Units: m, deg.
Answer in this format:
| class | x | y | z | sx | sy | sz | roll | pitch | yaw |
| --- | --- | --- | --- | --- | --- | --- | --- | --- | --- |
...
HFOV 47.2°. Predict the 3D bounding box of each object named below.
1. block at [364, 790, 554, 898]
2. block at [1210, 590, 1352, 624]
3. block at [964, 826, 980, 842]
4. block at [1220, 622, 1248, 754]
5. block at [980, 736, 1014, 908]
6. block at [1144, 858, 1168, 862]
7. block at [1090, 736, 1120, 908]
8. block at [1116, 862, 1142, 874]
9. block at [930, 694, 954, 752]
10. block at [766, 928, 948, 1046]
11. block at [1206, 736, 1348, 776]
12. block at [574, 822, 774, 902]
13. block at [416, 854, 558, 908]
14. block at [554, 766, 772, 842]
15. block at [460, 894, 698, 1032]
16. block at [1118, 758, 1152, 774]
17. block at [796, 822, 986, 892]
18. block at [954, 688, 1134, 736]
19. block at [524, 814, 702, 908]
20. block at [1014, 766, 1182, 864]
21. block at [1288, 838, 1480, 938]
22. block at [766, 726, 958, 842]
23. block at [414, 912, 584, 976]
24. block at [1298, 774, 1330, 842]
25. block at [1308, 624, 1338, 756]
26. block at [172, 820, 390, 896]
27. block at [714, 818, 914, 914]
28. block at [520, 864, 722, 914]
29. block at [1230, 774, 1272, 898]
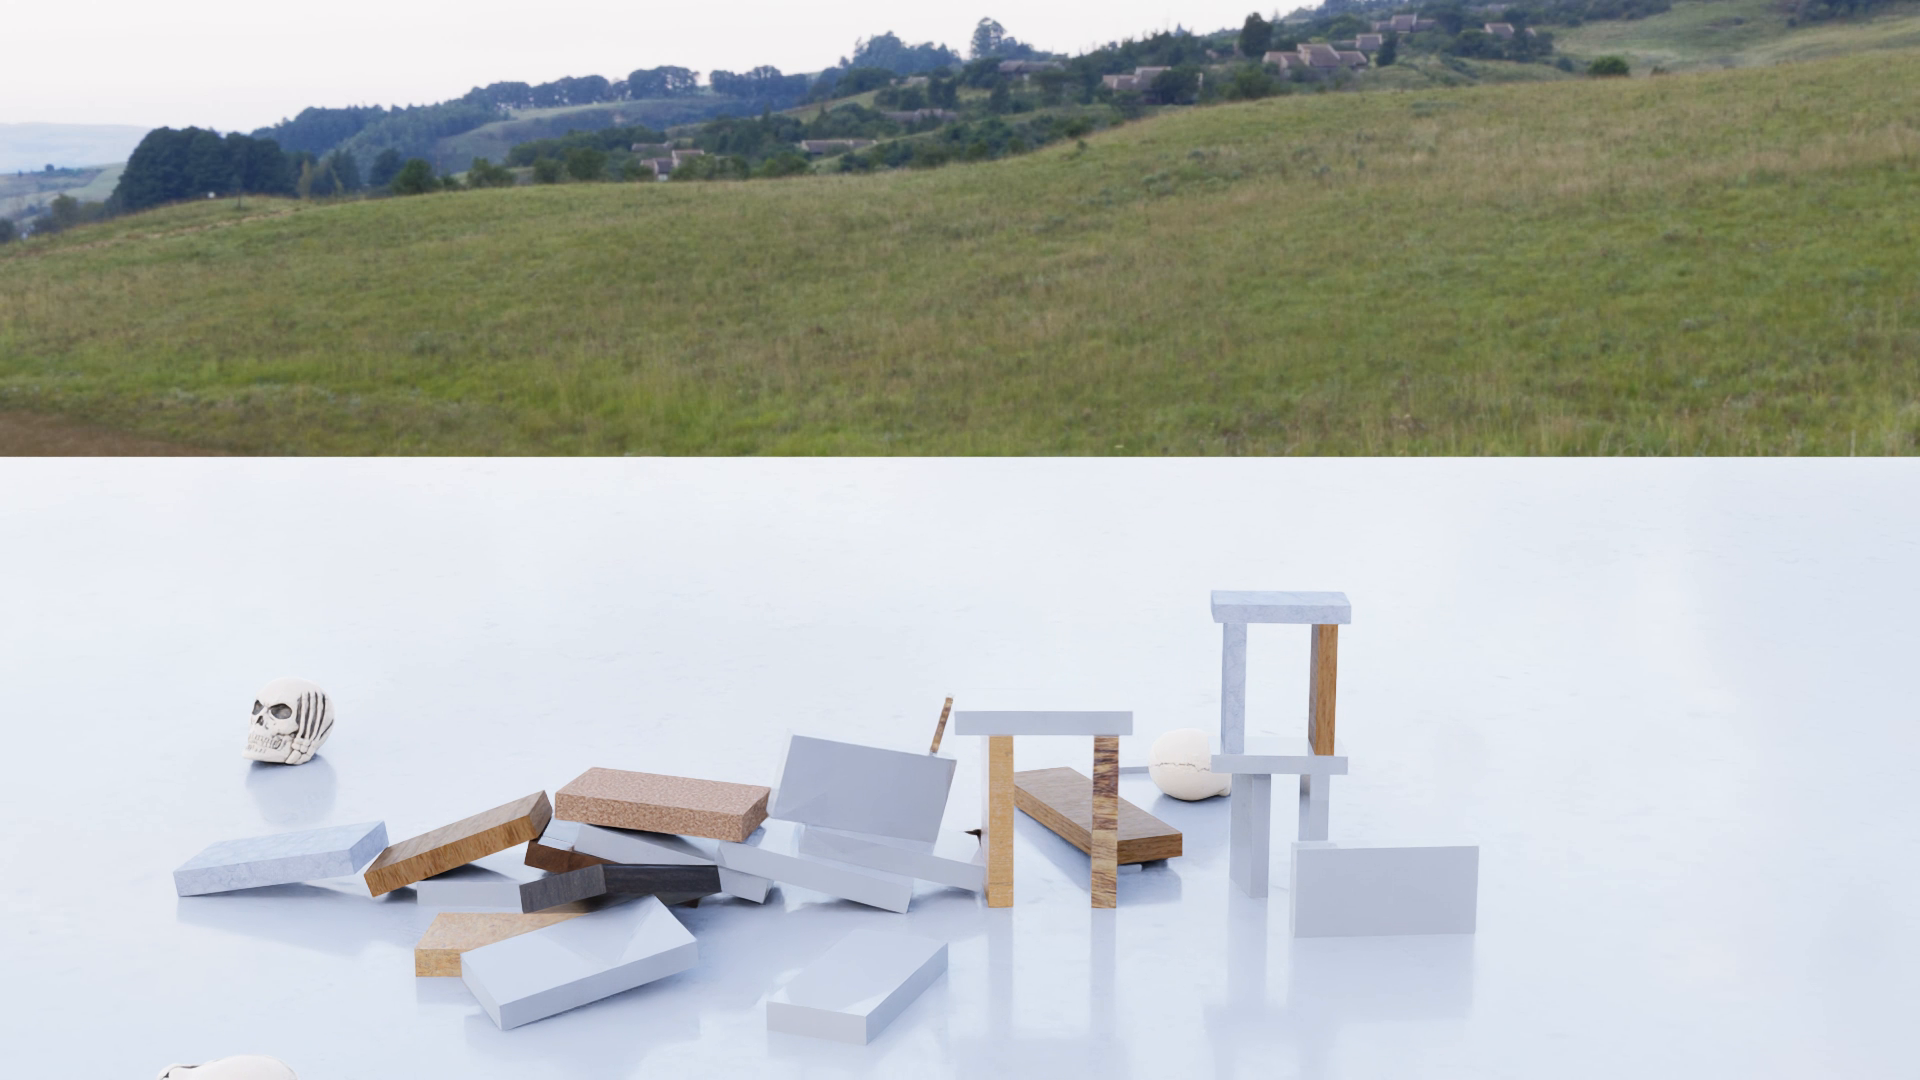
| class | x | y | z | sx | sy | sz | roll | pitch | yaw |
| --- | --- | --- | --- | --- | --- | --- | --- | --- | --- |
| block | -0.834 | 0.505 | 3.670 | 0.293 | 0.041 | 0.146 | -20 | 9 | 3 |
| block | 0.522 | 0.109 | 3.589 | 0.219 | 0.031 | 0.109 | 1 | 11 | 3 |
| block | 0.013 | 0.532 | 3.845 | 0.095 | 0.047 | 0.013 | -9 | 4 | -39 |
| block | 0.450 | 0.232 | 3.616 | 0.031 | 0.219 | 0.109 | 1 | 11 | 3 |
| block | 0.061 | 0.447 | 3.647 | 0.041 | 0.289 | 0.144 | -1 | 11 | -5 |
| block | 0.322 | 0.544 | 3.880 | 0.050 | 0.014 | 0.101 | -4 | 11 | -20 |
| block | 0.239 | 0.448 | 3.643 | 0.041 | 0.289 | 0.144 | 1 | 11 | 3 |
| block | 0.277 | 0.555 | 3.816 | 0.050 | 0.014 | 0.101 | -2 | 11 | -11 |
| block | -0.030 | 0.306 | 3.683 | 0.013 | 0.095 | 0.047 | 17 | 4 | 1 |
| block | -0.146 | 0.651 | 3.222 | 0.154 | 0.044 | 0.308 | 4 | 11 | 21 |
| block | 0.522 | 0.356 | 3.632 | 0.221 | 0.031 | 0.111 | 1 | 11 | 3 |
| block | -0.463 | 0.514 | 3.666 | 0.322 | 0.046 | 0.161 | 15 | 11 | 3 |
| block | -0.741 | 0.568 | 3.674 | 0.292 | 0.041 | 0.146 | 0 | 11 | 2 |
| block | -0.490 | 0.437 | 3.647 | 0.322 | 0.046 | 0.161 | 5 | 11 | 12 |
| block | -0.559 | 0.617 | 3.234 | 0.308 | 0.044 | 0.154 | -14 | 26 | -30 |
| block | 0.328 | 0.451 | 4.376 | 0.101 | 0.014 | 0.050 | -1 | 11 | -8 |
| block | -0.117 | 0.509 | 3.680 | 0.308 | 0.044 | 0.154 | 14 | 10 | -8 |
| block | 0.135 | 0.283 | 3.626 | 0.289 | 0.041 | 0.144 | 0 | 11 | 0 |
| block | -0.564 | 0.534 | 3.666 | 0.292 | 0.041 | 0.146 | 14 | 11 | 0 |
| block | 0.229 | 0.497 | 4.003 | 0.145 | 0.041 | 0.505 | -4 | 9 | -20 |
| block | 0.671 | 0.550 | 3.484 | 0.291 | 0.145 | 0.041 | -1 | 11 | -4 |
| block | -0.161 | 0.405 | 3.633 | 0.291 | 0.145 | 0.041 | 11 | 9 | -21 |
| block | -0.663 | 0.621 | 3.379 | 0.311 | 0.044 | 0.156 | 0 | 11 | 0 |
| block | 0.586 | 0.481 | 3.651 | 0.031 | 0.221 | 0.111 | 0 | 11 | 0 |
| block | 0.595 | 0.233 | 3.609 | 0.031 | 0.219 | 0.109 | 1 | 11 | 3 |
| block | -1.141 | 0.535 | 3.703 | 0.311 | 0.044 | 0.156 | -8 | 9 | 8 |
| block | -0.236 | 0.530 | 3.642 | 0.322 | 0.046 | 0.161 | 15 | 10 | -2 |
| block | -0.523 | 0.542 | 3.419 | 0.156 | 0.044 | 0.311 | -17 | -15 | 24 |
| block | 0.486 | 0.475 | 3.683 | 0.031 | 0.221 | 0.111 | -2 | 11 | -11 |
